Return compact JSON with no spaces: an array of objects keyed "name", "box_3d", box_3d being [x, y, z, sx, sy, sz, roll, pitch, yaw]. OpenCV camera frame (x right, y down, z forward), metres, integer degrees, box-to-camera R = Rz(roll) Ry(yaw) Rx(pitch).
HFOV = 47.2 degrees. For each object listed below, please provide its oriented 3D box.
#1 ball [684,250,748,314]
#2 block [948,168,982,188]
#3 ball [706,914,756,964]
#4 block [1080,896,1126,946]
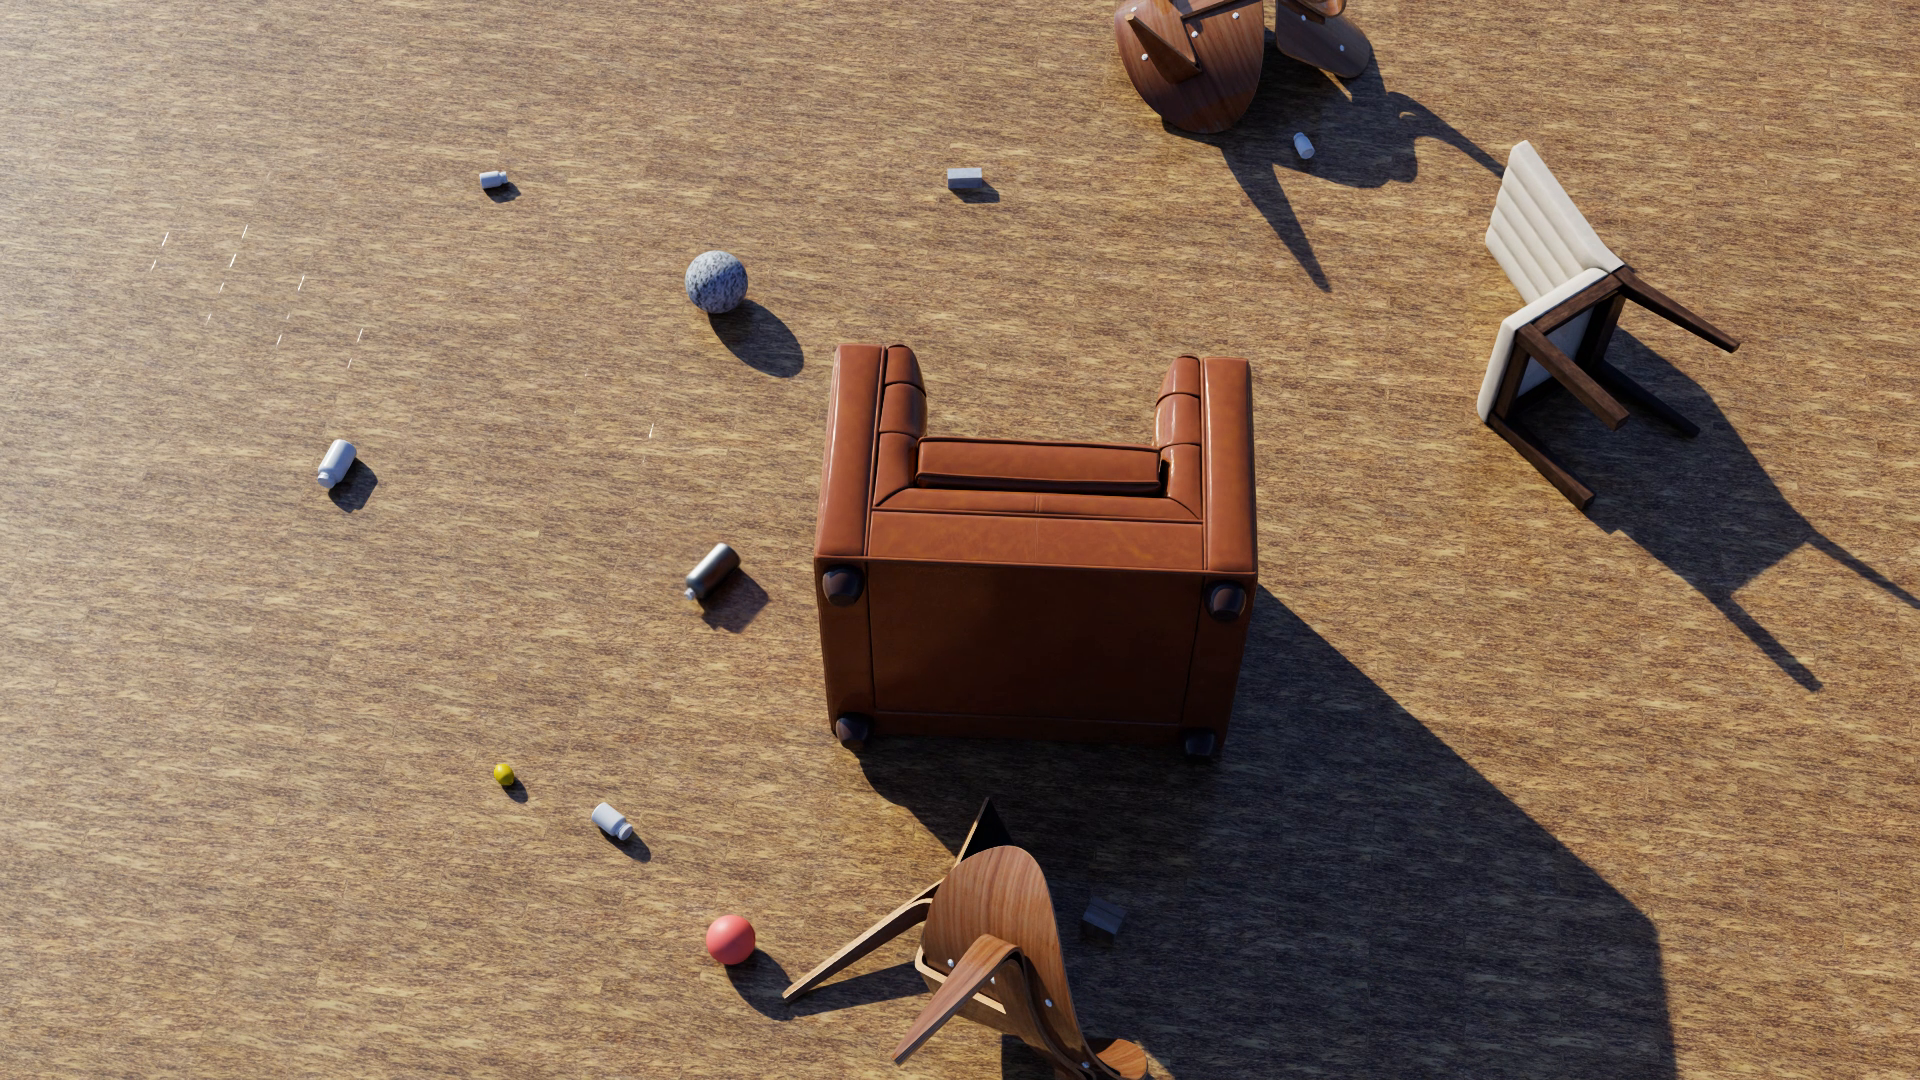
[{"name":"ball","box_3d":[-0.775,-0.822,7.005,0.200,0.200,0.200,0,56,0]},{"name":"block","box_3d":[0.015,-1.210,7.356,0.113,0.049,0.044,-2,56,-2]},{"name":"ball","box_3d":[-0.603,1.052,5.790,0.130,0.130,0.130,0,56,0]},{"name":"block","box_3d":[0.382,1.013,5.849,0.097,0.074,0.076,23,59,15]}]
